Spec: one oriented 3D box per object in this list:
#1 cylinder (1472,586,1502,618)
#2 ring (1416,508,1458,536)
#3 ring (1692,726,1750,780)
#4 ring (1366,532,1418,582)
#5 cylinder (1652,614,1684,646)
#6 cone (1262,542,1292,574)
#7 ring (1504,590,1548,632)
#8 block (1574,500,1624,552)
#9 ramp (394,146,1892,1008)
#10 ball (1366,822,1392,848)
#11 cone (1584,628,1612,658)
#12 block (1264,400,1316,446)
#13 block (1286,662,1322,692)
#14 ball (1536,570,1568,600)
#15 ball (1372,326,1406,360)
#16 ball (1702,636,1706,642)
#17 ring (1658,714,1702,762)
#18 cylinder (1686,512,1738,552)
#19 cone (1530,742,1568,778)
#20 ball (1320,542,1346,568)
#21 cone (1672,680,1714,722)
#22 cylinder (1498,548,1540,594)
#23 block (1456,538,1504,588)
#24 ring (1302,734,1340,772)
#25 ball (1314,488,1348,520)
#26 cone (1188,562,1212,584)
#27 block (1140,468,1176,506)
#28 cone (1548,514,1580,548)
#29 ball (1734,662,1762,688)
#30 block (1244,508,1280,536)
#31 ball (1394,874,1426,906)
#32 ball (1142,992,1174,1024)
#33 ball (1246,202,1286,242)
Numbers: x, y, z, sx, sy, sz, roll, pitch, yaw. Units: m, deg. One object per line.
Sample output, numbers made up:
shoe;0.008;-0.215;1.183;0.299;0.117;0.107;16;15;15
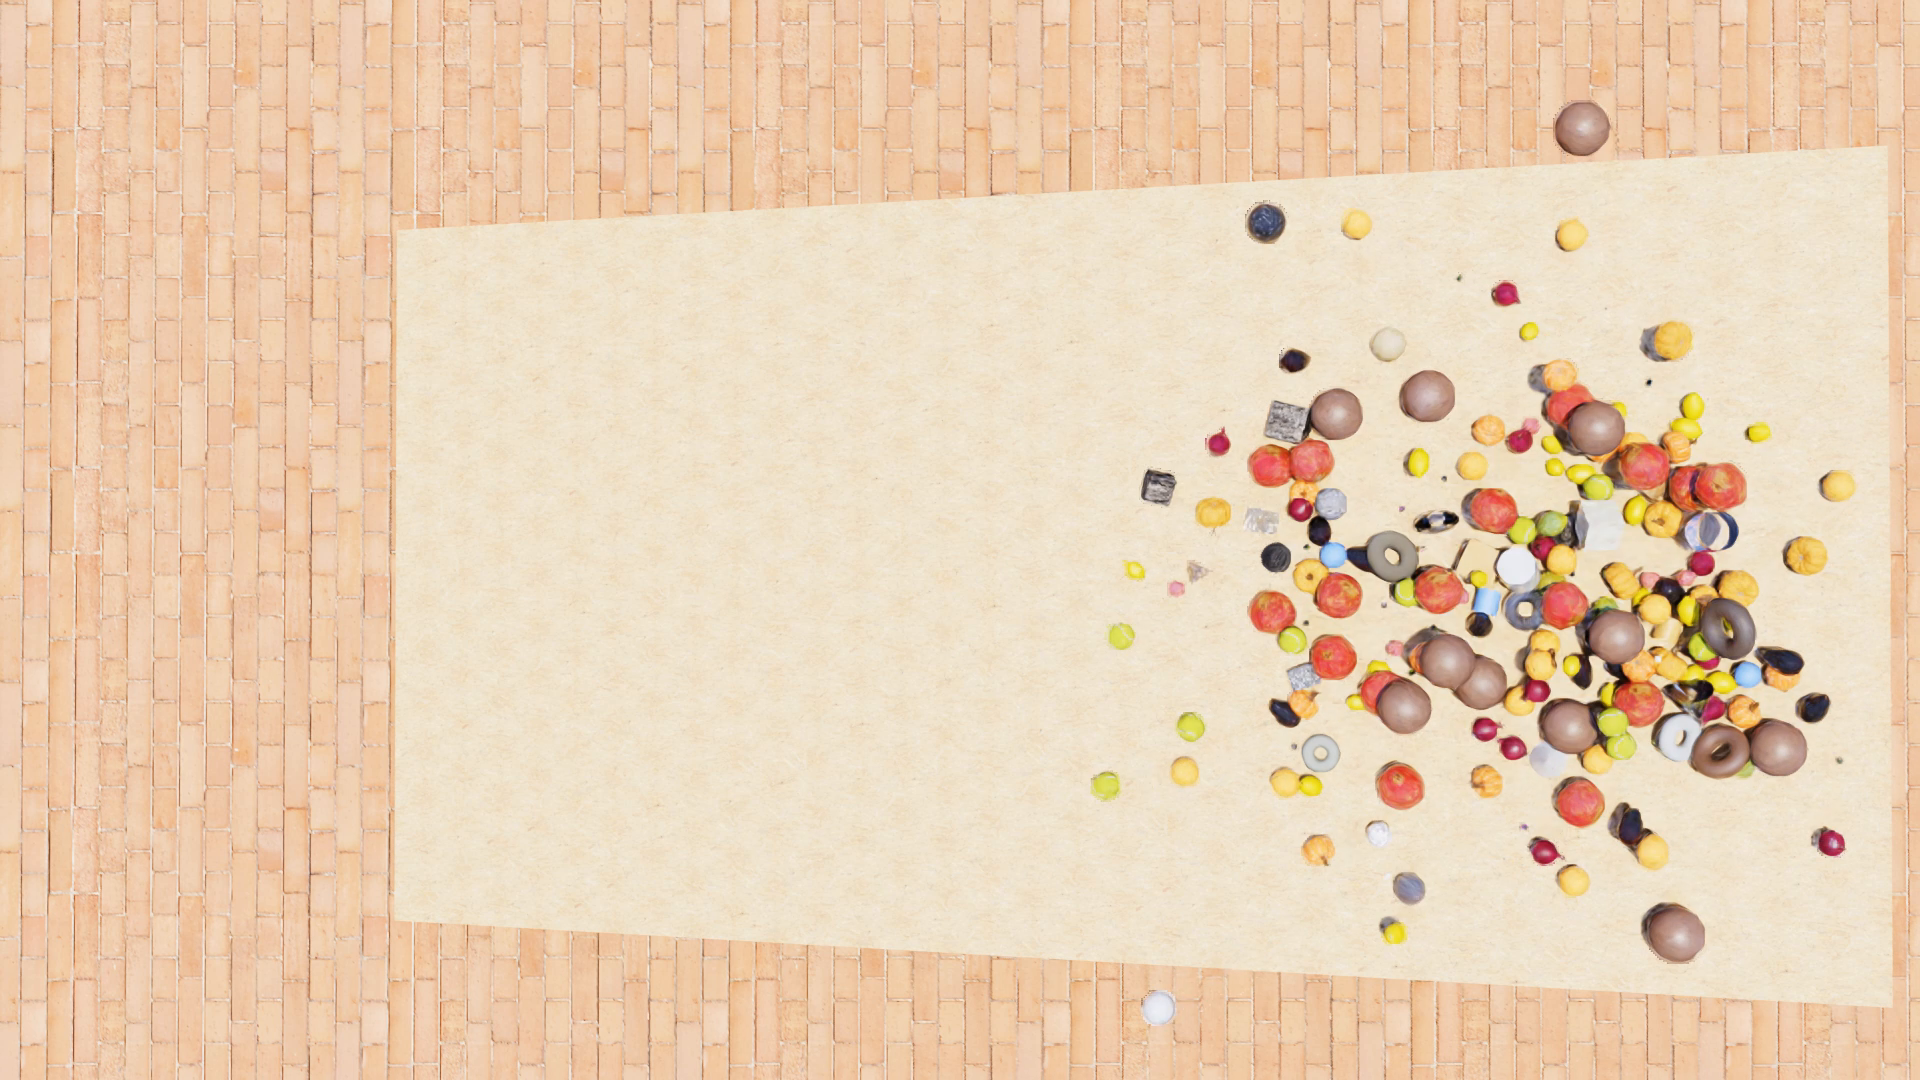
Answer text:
cylinder;1.285;0.150;5.360;0.059;0.059;0.059;26;68;0
ring;1.166;-0.042;5.379;0.108;0.108;0.036;-13;66;0
ring;1.783;0.497;5.151;0.137;0.137;0.046;-50;128;-1
ring;1.065;0.041;5.416;0.135;0.045;0.135;6;67;-13
cylinder;1.683;0.214;5.228;0.055;0.055;0.055;26;76;0
cone;0.787;0.044;5.520;0.078;0.078;0.078;0;89;19
ring;1.373;0.168;5.336;0.108;0.036;0.108;0;94;5
block;1.511;-0.035;5.199;0.084;0.084;0.084;-3;133;-1
ramp;0.277;0.092;5.784;4.000;0.100;2.000;0;89;19
ball;1.037;0.728;5.435;0.063;0.063;0.063;0;89;0
cone;1.513;0.260;5.257;0.071;0.071;0.071;7;48;-8
block;0.827;-0.292;5.504;0.092;0.092;0.092;16;94;18
block;0.861;0.342;5.494;0.054;0.054;0.054;-23;81;44
ball;1.429;0.109;5.307;0.072;0.072;0.072;0;89;0
ball;1.060;-0.485;5.433;0.084;0.084;0.084;0;89;0
ball;1.780;0.221;5.187;0.060;0.060;0.060;0;89;0
ring;1.705;0.468;5.205;0.115;0.038;0.115;-3;99;-18
cylinder;1.737;-0.018;5.082;0.092;0.092;0.092;0;88;0
cone;1.415;0.532;5.297;0.089;0.089;0.089;0;89;19
ball;0.930;0.038;5.478;0.066;0.066;0.066;0;89;0
cone;1.730;0.394;5.174;0.096;0.096;0.096;-19;117;0
cylinder;1.339;0.074;5.266;0.090;0.090;0.090;-6;74;21
block;1.271;0.057;5.349;0.092;0.092;0.092;26;97;19
ring;0.903;0.534;5.499;0.097;0.032;0.097;0;90;20
ball;0.923;-0.090;5.466;0.081;0.081;0.081;0;89;0
cone;0.616;0.082;5.602;0.058;0.058;0.058;-4;89;-5
block;0.505;-0.134;5.601;0.068;0.068;0.068;12;108;-8
cone;1.457;-0.021;5.294;0.083;0.083;0.083;0;89;19
ball;1.849;0.317;5.160;0.062;0.062;0.062;0;89;0
block;0.759;-0.047;5.530;0.058;0.058;0.058;8;93;-39
ball;1.106;0.859;5.402;0.078;0.078;0.078;0;89;0
ball;0.508;1.195;5.619;0.082;0.082;0.082;0;89;0
ball;0.770;-0.797;5.526;0.099;0.099;0.099;0;89;0
